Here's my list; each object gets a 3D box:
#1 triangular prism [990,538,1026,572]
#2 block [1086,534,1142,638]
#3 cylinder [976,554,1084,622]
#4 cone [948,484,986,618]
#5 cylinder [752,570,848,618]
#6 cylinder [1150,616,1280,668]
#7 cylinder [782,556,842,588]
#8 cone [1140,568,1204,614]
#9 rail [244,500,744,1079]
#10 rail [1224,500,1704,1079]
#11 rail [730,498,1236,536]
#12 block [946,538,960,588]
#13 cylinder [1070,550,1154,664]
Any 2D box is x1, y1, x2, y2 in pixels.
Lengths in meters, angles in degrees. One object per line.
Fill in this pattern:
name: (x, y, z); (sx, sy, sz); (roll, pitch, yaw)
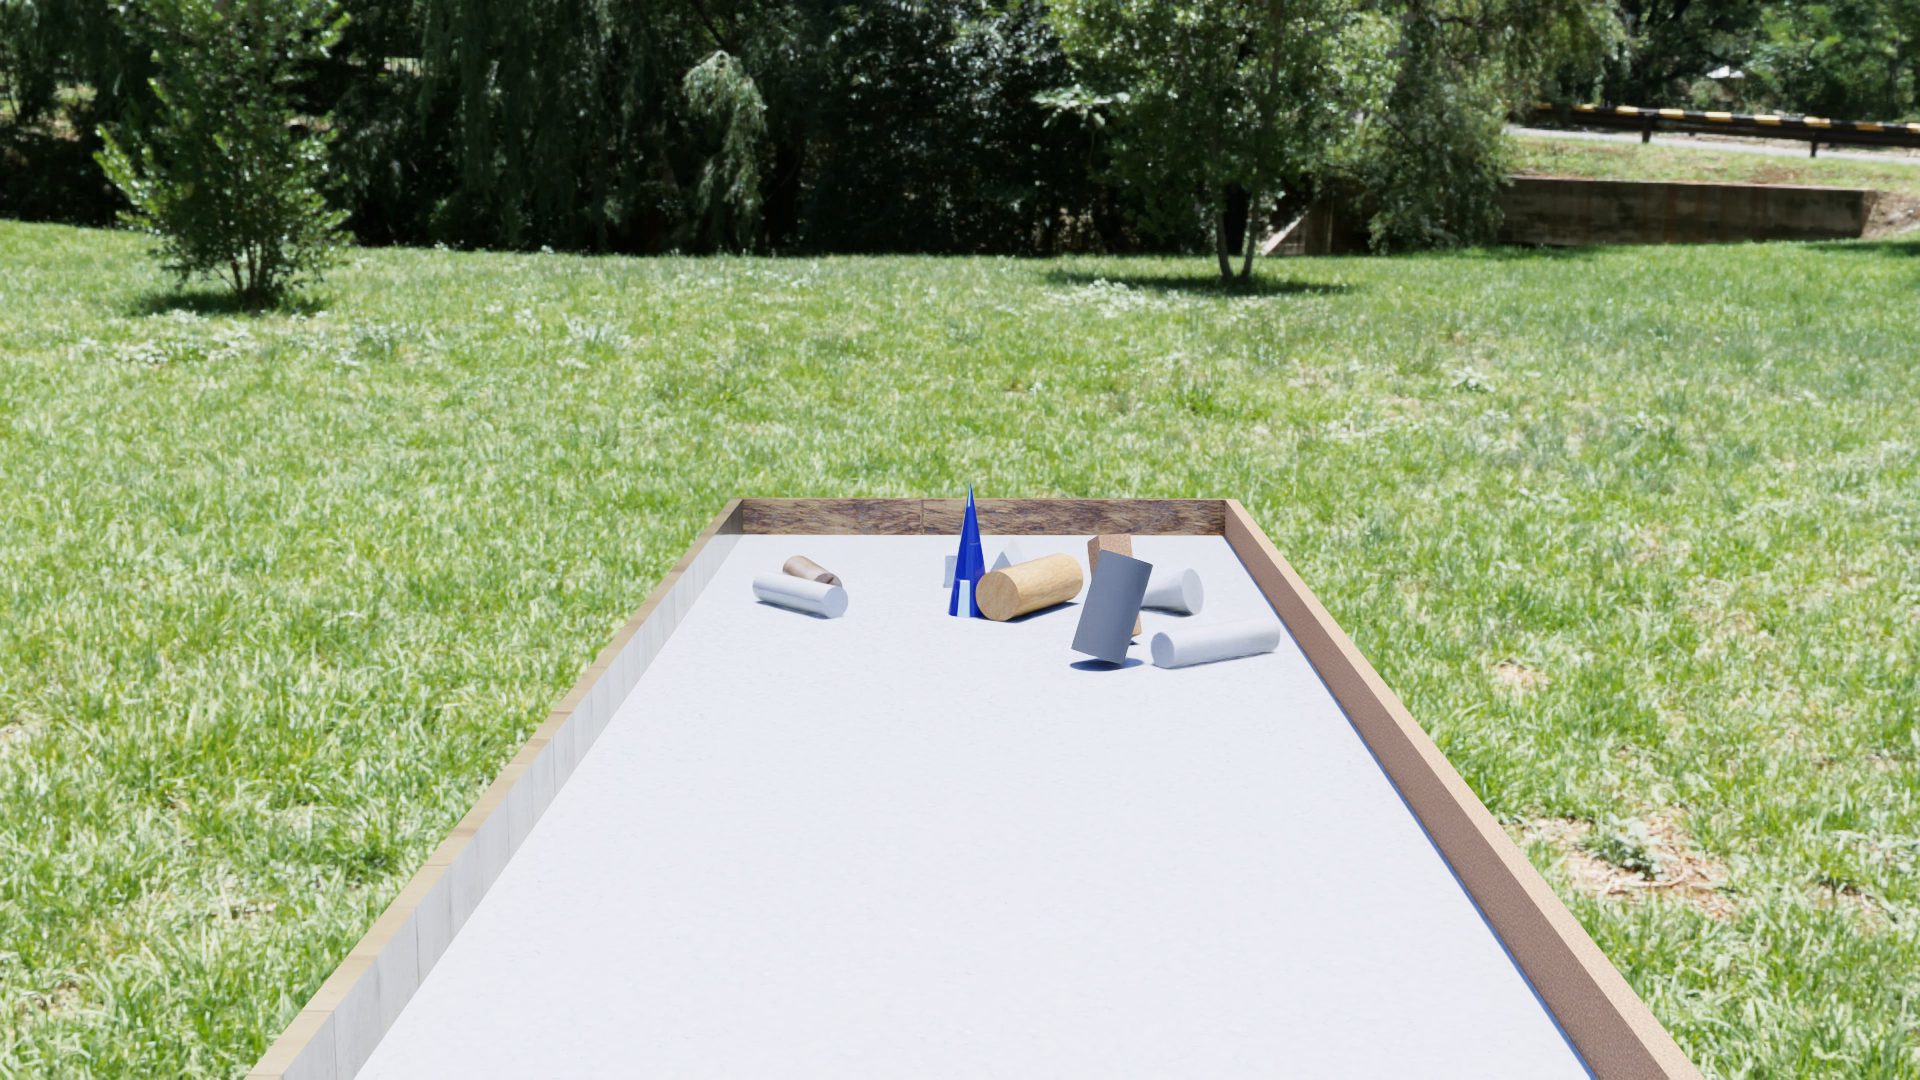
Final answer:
triangular prism: (0.175, 0.073, 8.151); (0.136, 0.117, 0.344); (1, 9, 7)
block: (0.489, 0.150, 6.980); (0.108, 0.322, 0.108); (-3, -11, -17)
cylinder: (0.240, 0.158, 7.473); (0.169, 0.169, 0.436); (6, 11, 32)
cone: (0.035, 0.024, 7.406); (0.154, 0.454, 0.154); (0, 9, 0)
cylinder: (-0.548, 0.183, 7.511); (0.107, 0.107, 0.417); (-7, 12, -39)
cylinder: (0.782, 0.310, 6.708); (0.437, 0.109, 0.109); (-7, 11, -36)
cylinder: (-0.523, 0.140, 7.761); (0.114, 0.114, 0.401); (-3, 9, -19)
cone: (0.648, 0.198, 7.511); (0.333, 0.158, 0.158); (-10, 2, 33)
rail: (-1.004, 0.839, 3.234); (0.050, 0.150, 12.000); (0, 9, 1)
rail: (1.046, 0.843, 3.208); (0.050, 0.150, 12.000); (0, 9, 1)
rail: (0.099, -0.098, 9.147); (2.100, 0.150, 0.050); (0, 9, 1)
block: (0.012, 0.085, 8.087); (0.120, 0.120, 0.376); (0, 9, 2)
cylinder: (0.457, 0.202, 6.616); (0.165, 0.314, 0.165); (17, -1, 0)
